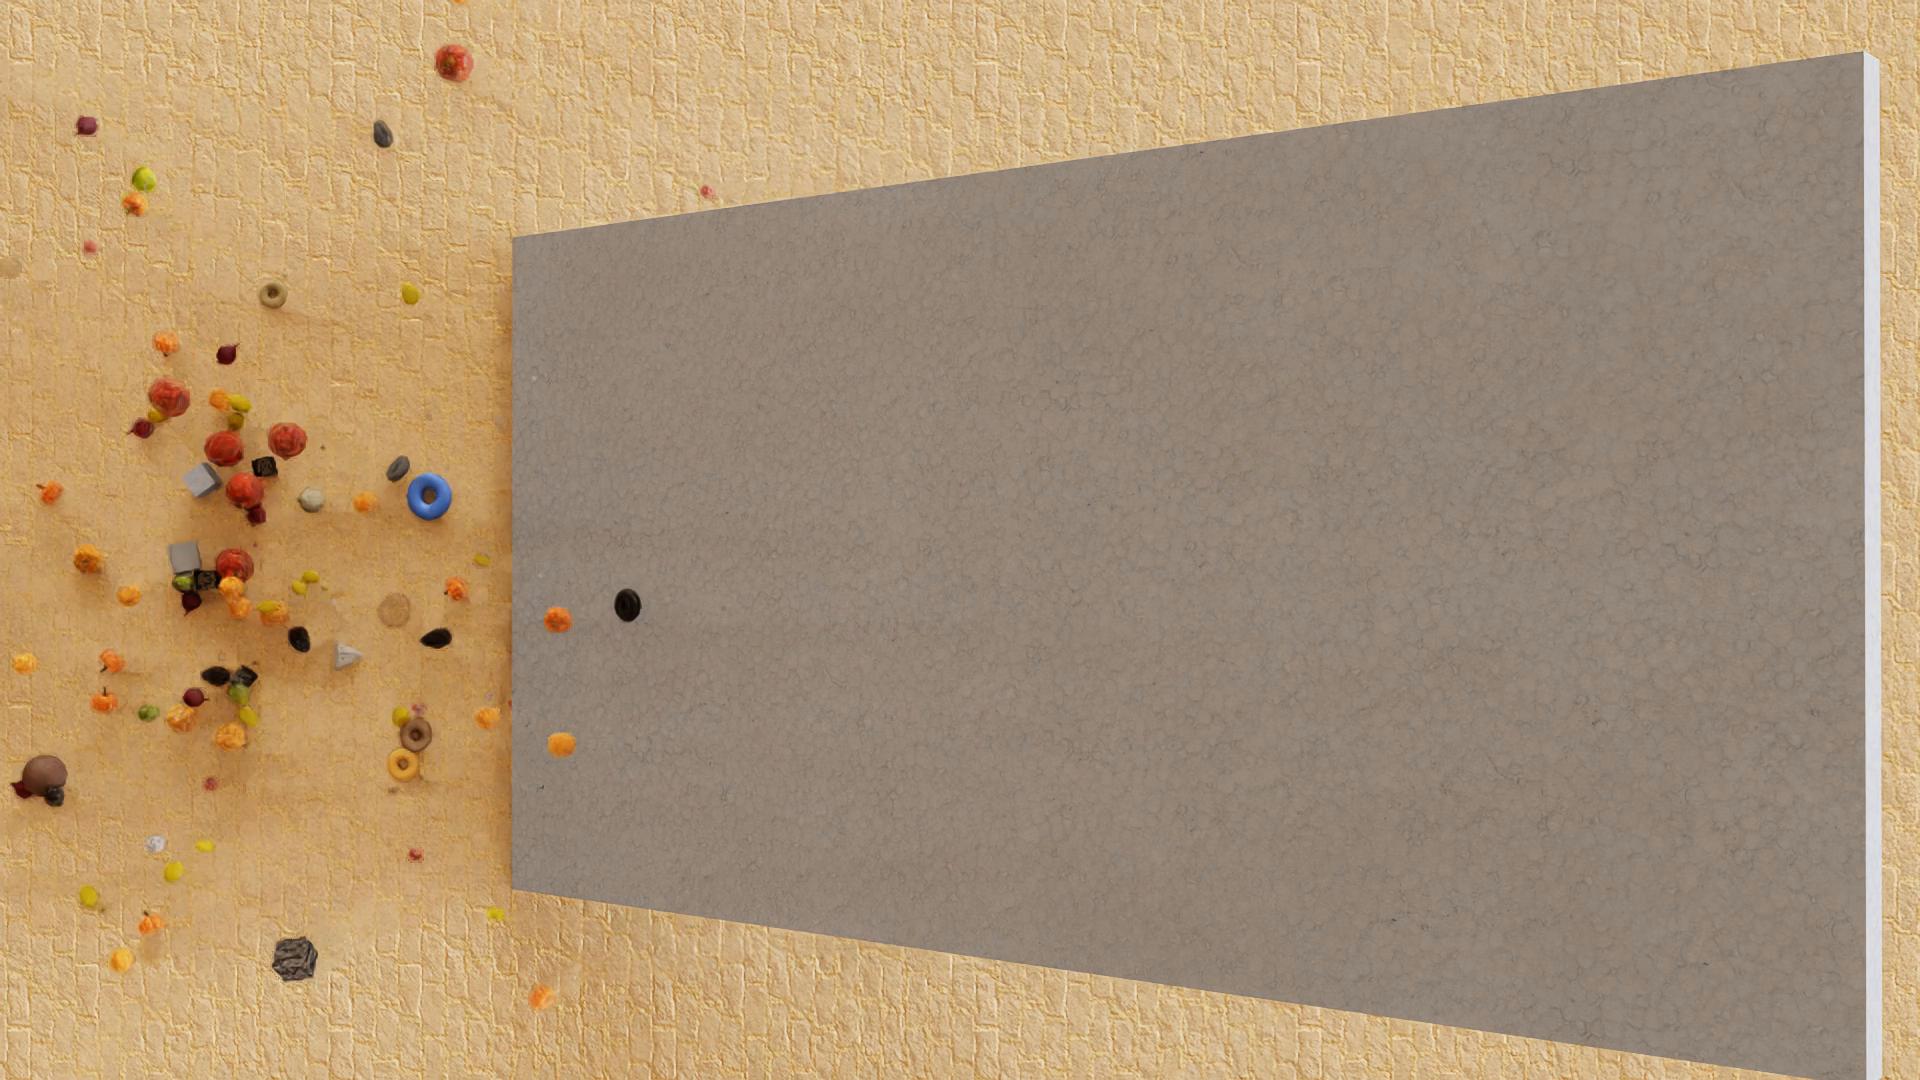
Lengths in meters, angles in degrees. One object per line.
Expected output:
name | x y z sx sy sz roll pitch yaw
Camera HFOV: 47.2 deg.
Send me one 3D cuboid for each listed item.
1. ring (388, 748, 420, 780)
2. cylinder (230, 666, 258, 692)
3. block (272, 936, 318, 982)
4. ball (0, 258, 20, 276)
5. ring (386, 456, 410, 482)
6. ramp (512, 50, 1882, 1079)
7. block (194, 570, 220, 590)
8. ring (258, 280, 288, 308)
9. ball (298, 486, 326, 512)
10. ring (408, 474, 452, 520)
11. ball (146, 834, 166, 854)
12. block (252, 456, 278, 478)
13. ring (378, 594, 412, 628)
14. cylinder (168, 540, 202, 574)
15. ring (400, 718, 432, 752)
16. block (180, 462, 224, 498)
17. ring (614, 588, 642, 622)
ring | -1.721 0.695 6.803 0.101 0.034 0.101 0 90 1
cylinder | -2.212 0.428 6.792 0.057 0.057 0.057 41 90 0
block | -2.026 1.279 6.703 0.092 0.092 0.092 -8 48 7
ball | -2.940 -0.843 6.801 0.056 0.056 0.056 0 90 0
ring | -1.734 -0.218 6.787 0.030 0.089 0.089 37 90 -40
ramp | 0.218 0.063 5.534 4.000 0.100 2.000 0 90 39
block | -2.324 0.124 6.791 0.060 0.060 0.060 -4 90 -5
ring | -2.130 -0.762 6.815 0.088 0.029 0.088 0 90 -1
ball | -2.000 -0.124 6.784 0.081 0.081 0.081 0 90 0
ring | -1.639 -0.134 6.792 0.145 0.048 0.145 0 90 11
ball | -2.485 0.938 6.789 0.057 0.057 0.057 0 90 0
block | -2.149 -0.225 6.797 0.053 0.053 0.053 -14 90 5
ring | -1.746 0.217 6.799 0.108 0.036 0.108 -2 77 9
cylinder | -2.389 0.054 6.780 0.087 0.087 0.087 -12 90 0
ring | -1.683 0.603 6.802 0.106 0.035 0.106 0 89 2
block | -2.339 -0.184 6.787 0.077 0.077 0.077 -35 90 0
ring | -0.967 0.189 6.398 0.098 0.033 0.098 1 91 38
